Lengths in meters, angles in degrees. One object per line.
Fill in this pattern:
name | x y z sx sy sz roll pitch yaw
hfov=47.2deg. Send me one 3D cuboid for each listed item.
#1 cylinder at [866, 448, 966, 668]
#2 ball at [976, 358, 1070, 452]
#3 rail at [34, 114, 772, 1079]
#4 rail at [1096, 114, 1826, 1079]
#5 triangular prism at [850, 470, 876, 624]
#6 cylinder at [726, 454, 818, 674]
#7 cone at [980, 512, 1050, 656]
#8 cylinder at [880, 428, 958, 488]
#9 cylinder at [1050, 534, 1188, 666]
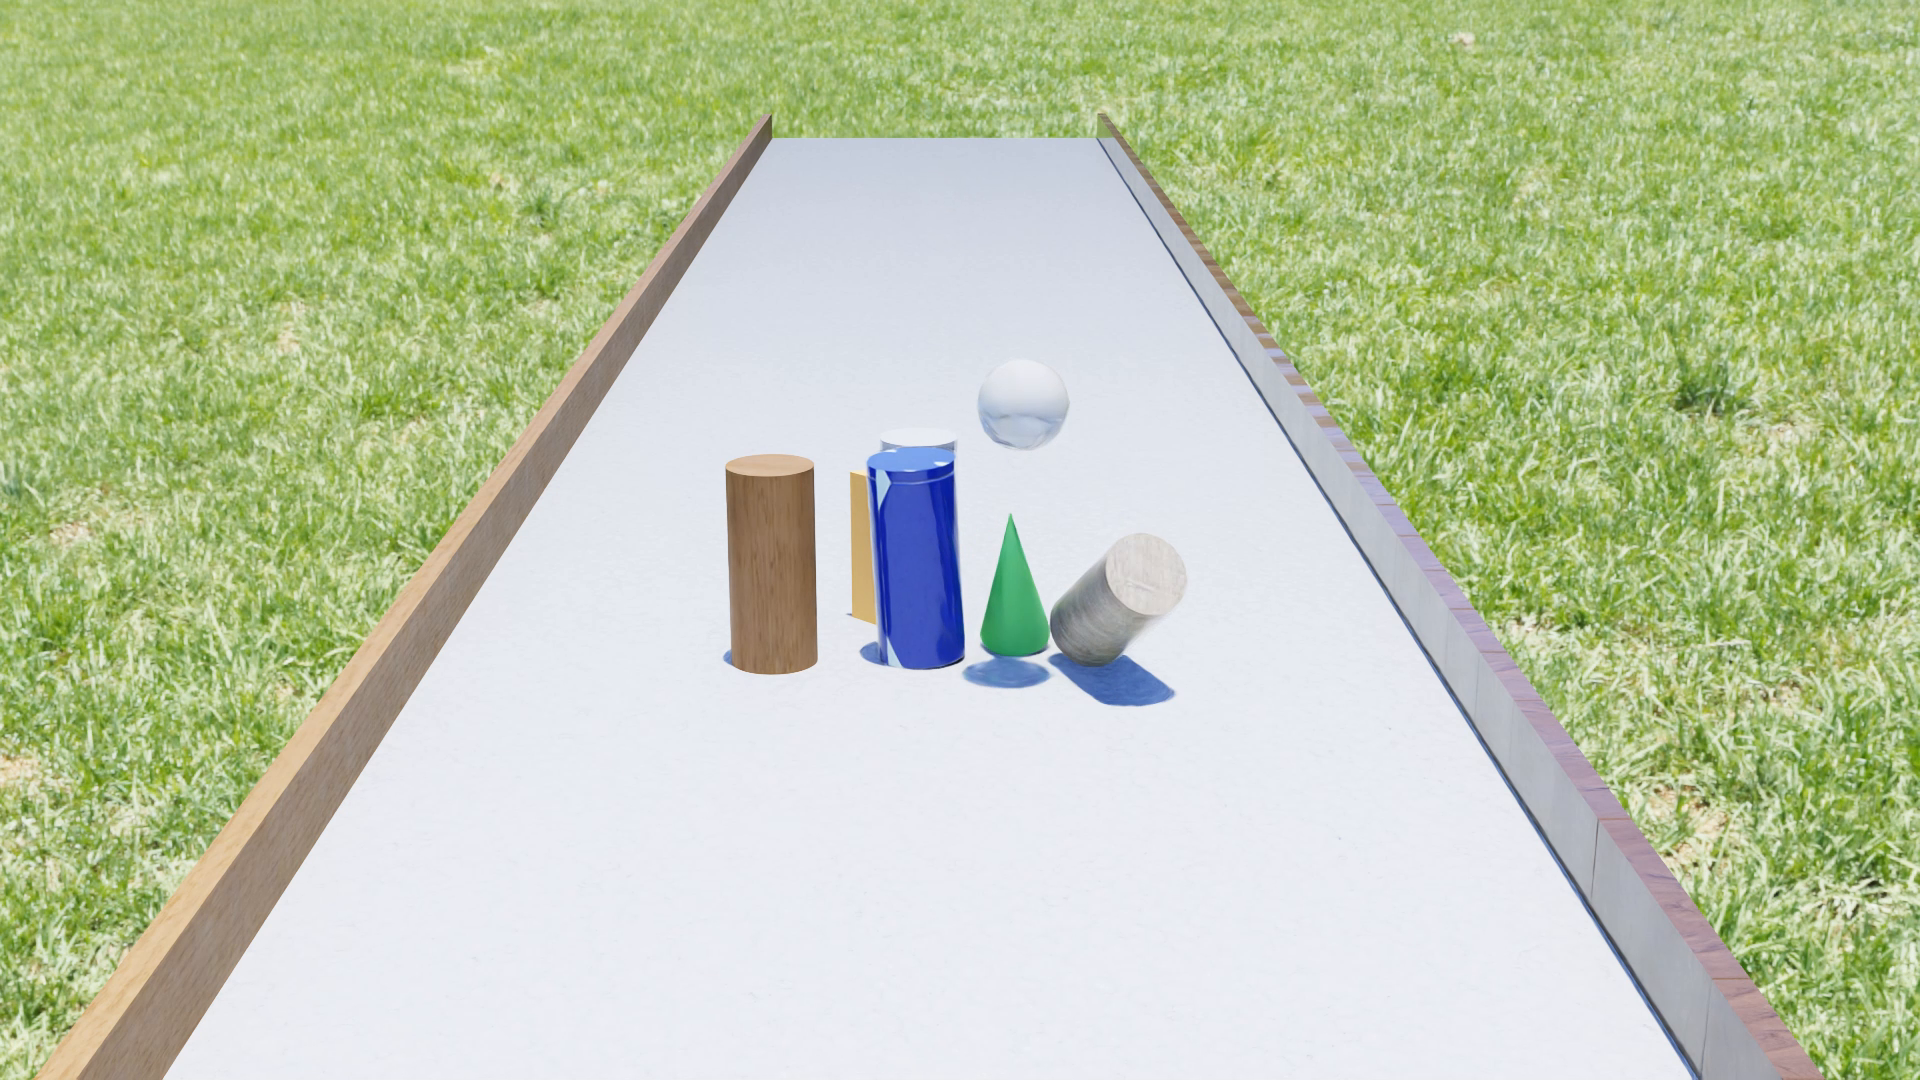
cylinder | -0.087 0.035 4.381 0.177 0.407 0.177 -3 17 1
ball | 0.119 -0.254 4.148 0.176 0.176 0.176 0 17 0
rail | -1.118 -0.838 7.780 0.050 0.150 12.000 0 17 -1
rail | 0.932 -0.844 7.801 0.050 0.150 12.000 0 17 -1
triangular prism | -0.170 0.011 4.629 0.091 0.319 0.078 16 23 43
cylinder | -0.372 0.047 4.358 0.174 0.405 0.174 0 17 0
cone | 0.106 0.066 4.391 0.144 0.318 0.144 -2 39 2
cylinder | -0.091 -0.066 4.862 0.172 0.335 0.172 0 17 0
cylinder | 0.304 0.119 4.271 0.165 0.165 0.309 -7 -19 -21
